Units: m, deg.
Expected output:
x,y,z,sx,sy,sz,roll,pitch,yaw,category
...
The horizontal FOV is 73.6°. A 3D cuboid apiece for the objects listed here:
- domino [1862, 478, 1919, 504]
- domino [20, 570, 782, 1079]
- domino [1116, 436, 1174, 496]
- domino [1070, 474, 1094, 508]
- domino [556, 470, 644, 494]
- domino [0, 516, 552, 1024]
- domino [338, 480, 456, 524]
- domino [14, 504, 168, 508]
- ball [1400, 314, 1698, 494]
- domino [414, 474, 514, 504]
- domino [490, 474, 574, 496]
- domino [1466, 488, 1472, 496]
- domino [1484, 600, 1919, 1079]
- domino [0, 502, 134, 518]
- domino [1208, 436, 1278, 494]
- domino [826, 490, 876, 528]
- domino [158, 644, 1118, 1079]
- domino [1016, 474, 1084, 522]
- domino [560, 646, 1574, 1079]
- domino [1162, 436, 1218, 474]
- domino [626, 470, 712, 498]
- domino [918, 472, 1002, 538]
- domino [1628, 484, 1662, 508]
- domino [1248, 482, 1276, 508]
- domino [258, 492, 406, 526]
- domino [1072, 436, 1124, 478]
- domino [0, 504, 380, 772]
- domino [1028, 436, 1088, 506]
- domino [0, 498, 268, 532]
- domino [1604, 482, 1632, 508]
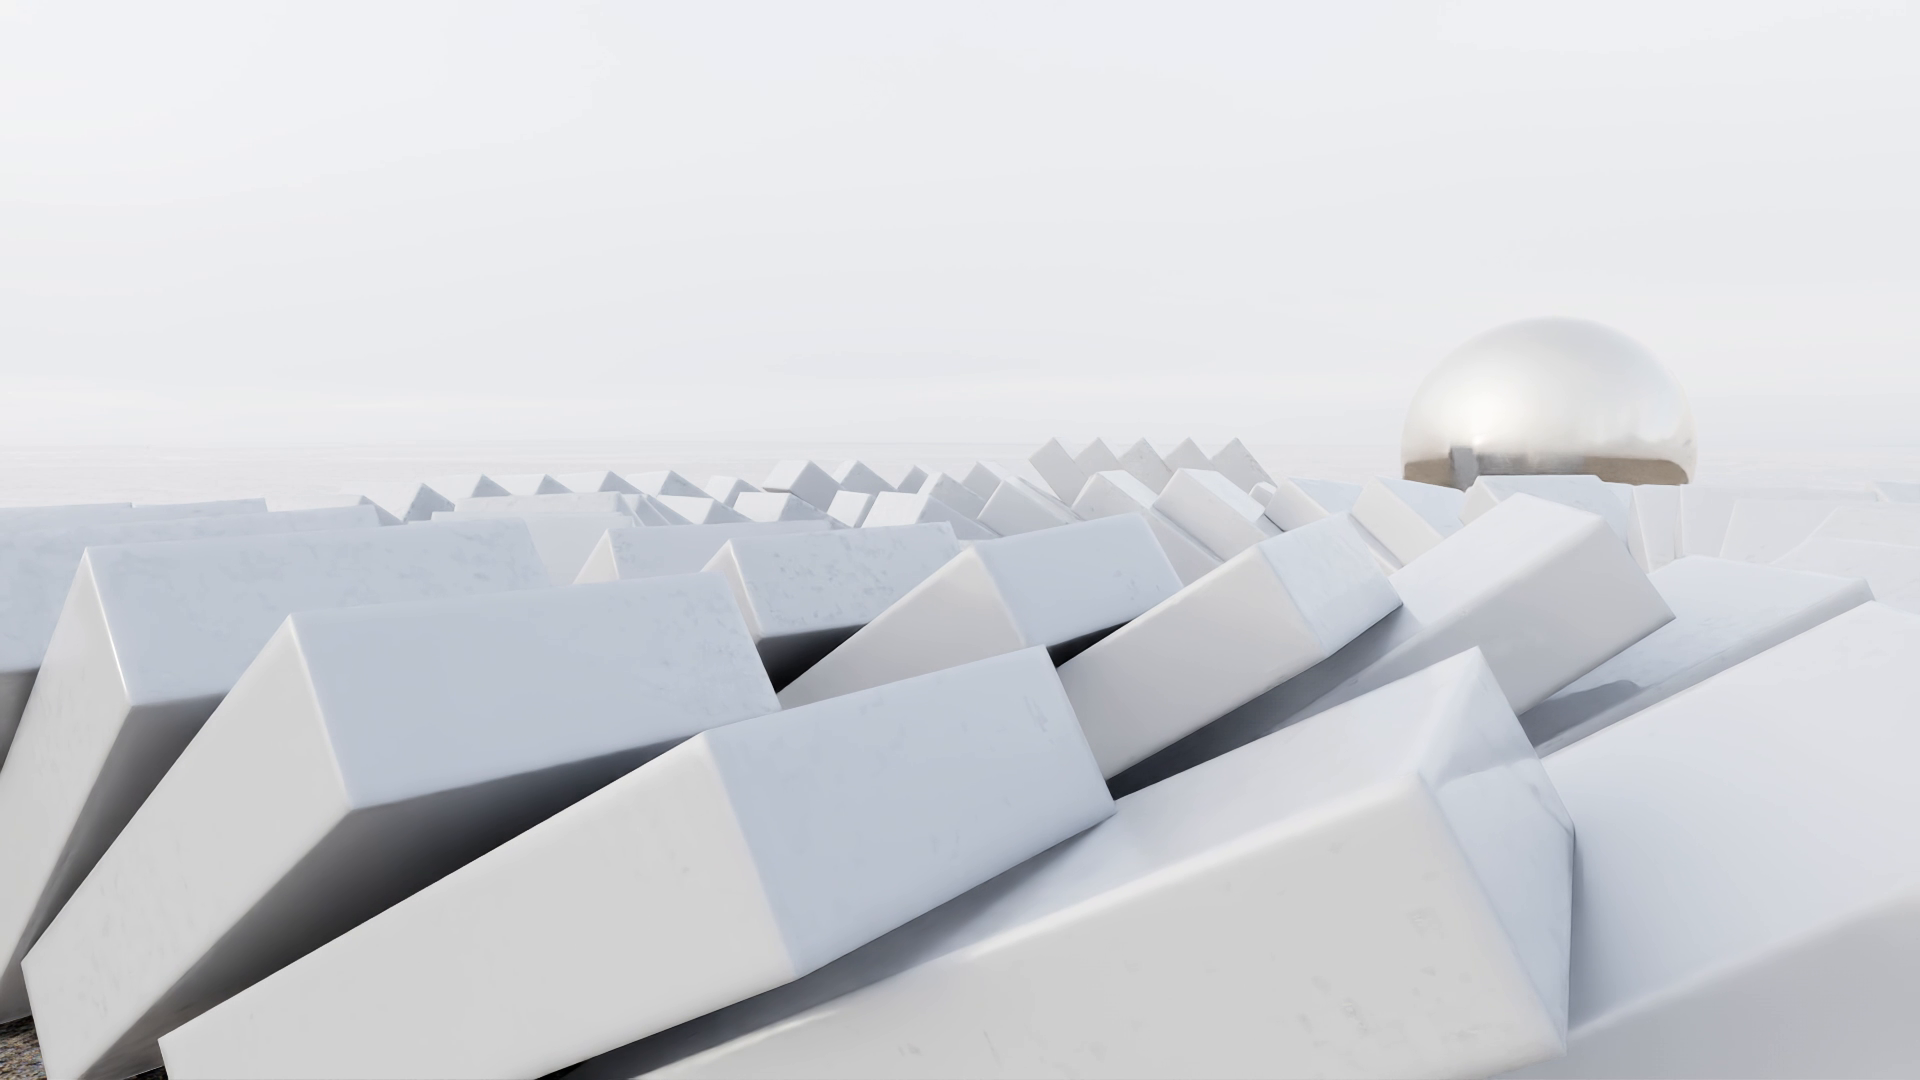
x,y,z,sx,sy,sz,roll,pitch,yaw,category
0.170,0.009,0.208,0.025,0.009,0.050,4,36,1,domino
-0.036,0.019,0.080,0.050,0.010,0.025,-37,-19,35,domino
0.065,-0.007,0.358,0.009,0.050,0.025,-40,-5,13,domino
0.053,0.001,0.317,0.050,0.010,0.025,34,11,13,domino
-0.074,0.001,0.312,0.025,0.009,0.050,0,-30,47,domino
-0.050,0.017,0.089,0.025,0.009,0.050,-7,-28,-49,domino
-0.103,0.005,0.268,0.025,0.009,0.050,3,-28,32,domino
-0.111,0.011,0.182,0.025,0.009,0.050,-1,-28,1,domino
0.172,-0.026,0.379,0.080,0.080,0.080,0,4,0,ball
-0.095,0.003,0.283,0.025,0.009,0.050,1,-30,37,domino
-0.085,0.002,0.299,0.025,0.009,0.050,2,-29,44,domino
0.135,0.005,0.280,0.025,0.010,0.050,-3,34,-31,domino
0.027,0.021,0.060,0.050,0.009,0.025,-30,1,12,domino
-0.099,0.013,0.142,0.025,0.009,0.050,-4,-28,-17,domino
0.088,-0.006,0.351,0.009,0.050,0.025,-40,-5,13,domino
-0.006,0.004,0.300,0.050,0.010,0.025,28,-6,-21,domino
-0.019,0.021,0.070,0.050,0.009,0.025,-31,-13,32,domino
0.033,0.001,0.315,0.050,0.010,0.025,33,5,1,domino
0.002,0.022,0.062,0.050,0.009,0.025,-30,-8,25,domino
0.076,-0.006,0.354,0.009,0.050,0.025,-40,-5,13,domino
-0.061,0.000,0.326,0.050,0.010,0.025,36,-21,-32,domino
0.013,0.001,0.311,0.050,0.010,0.025,33,-2,-8,domino
0.156,0.007,0.248,0.025,0.009,0.050,1,34,-21,domino
0.090,0.003,0.300,0.050,0.009,0.025,32,13,13,domino
-0.109,0.007,0.249,0.025,0.009,0.050,2,-26,22,domino
0.053,-0.007,0.363,0.009,0.050,0.025,-40,-5,13,domino
-0.063,0.016,0.099,0.025,0.009,0.050,-8,-27,-44,domino
0.041,-0.007,0.365,0.009,0.050,0.025,-40,-5,13,domino
-0.076,0.015,0.111,0.025,0.009,0.050,-8,-27,-39,domino
0.146,0.005,0.266,0.025,0.009,0.050,2,34,-26,domino
